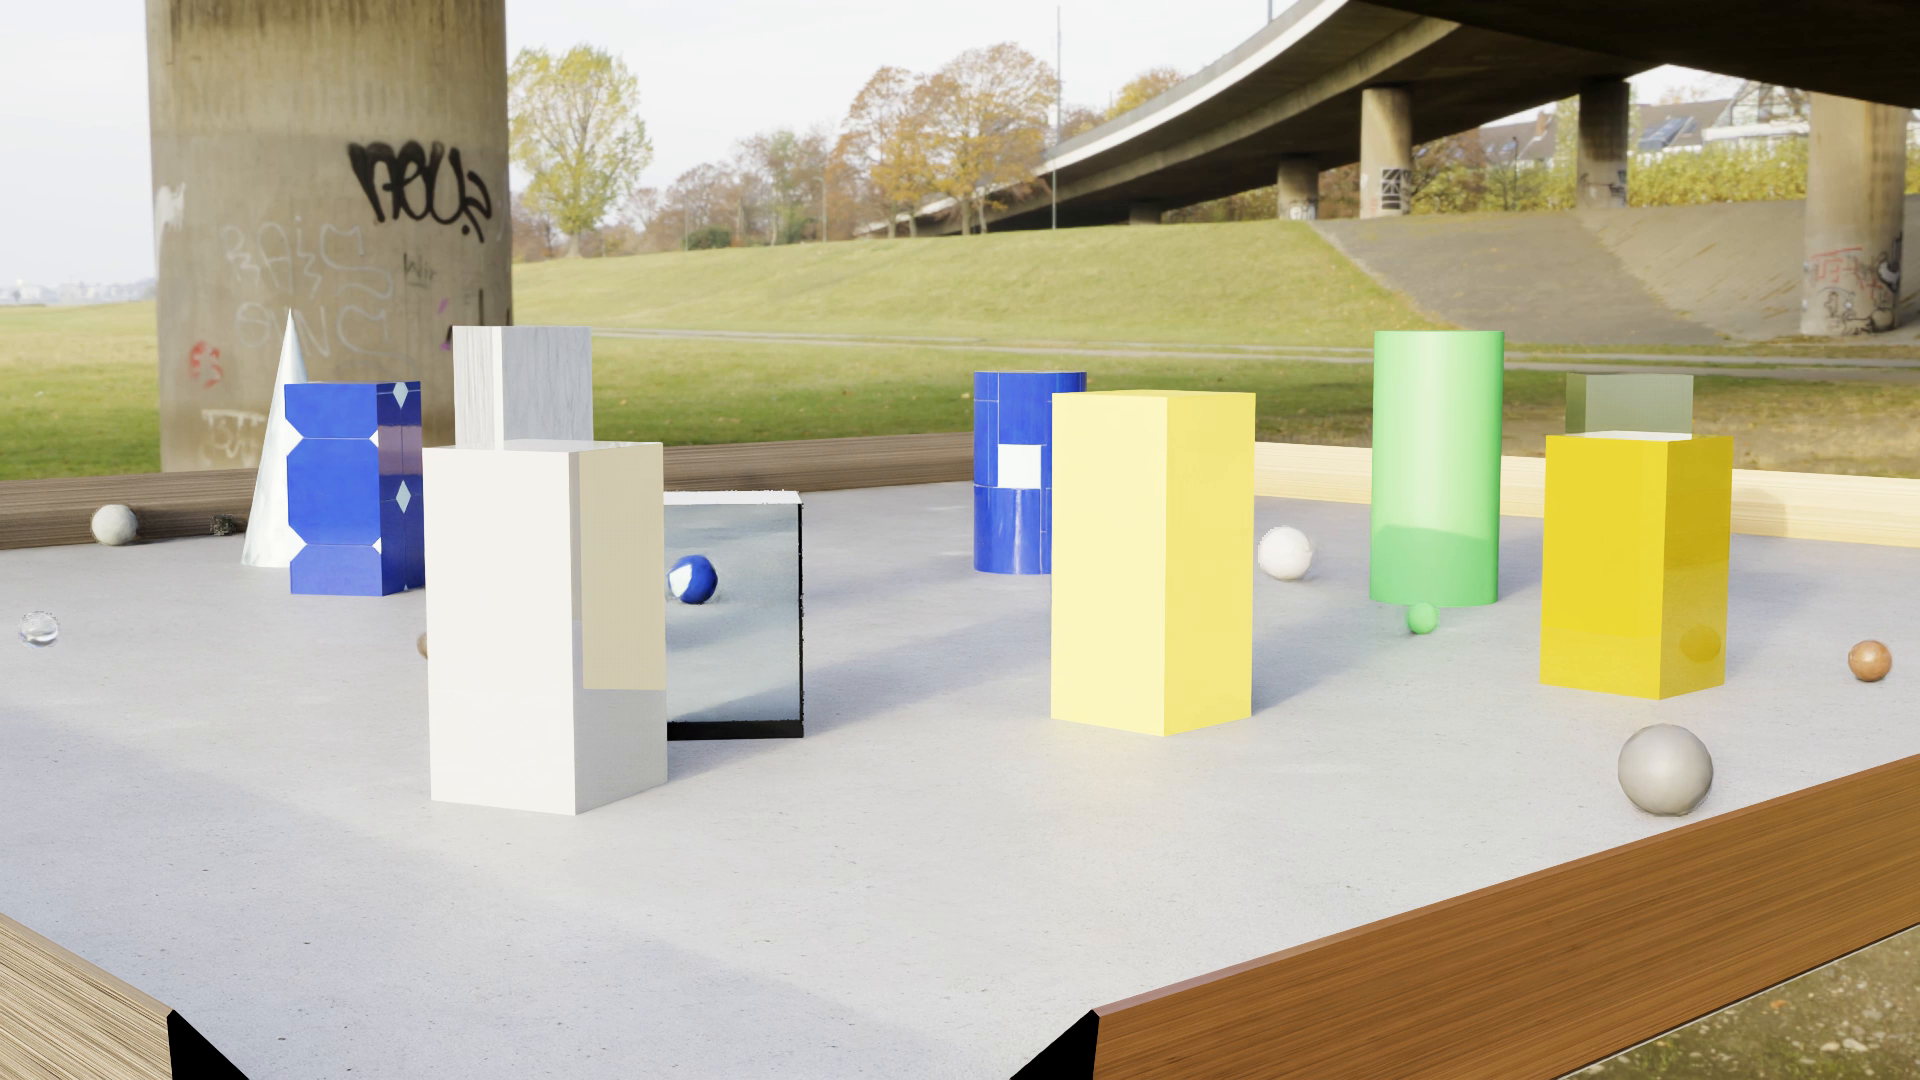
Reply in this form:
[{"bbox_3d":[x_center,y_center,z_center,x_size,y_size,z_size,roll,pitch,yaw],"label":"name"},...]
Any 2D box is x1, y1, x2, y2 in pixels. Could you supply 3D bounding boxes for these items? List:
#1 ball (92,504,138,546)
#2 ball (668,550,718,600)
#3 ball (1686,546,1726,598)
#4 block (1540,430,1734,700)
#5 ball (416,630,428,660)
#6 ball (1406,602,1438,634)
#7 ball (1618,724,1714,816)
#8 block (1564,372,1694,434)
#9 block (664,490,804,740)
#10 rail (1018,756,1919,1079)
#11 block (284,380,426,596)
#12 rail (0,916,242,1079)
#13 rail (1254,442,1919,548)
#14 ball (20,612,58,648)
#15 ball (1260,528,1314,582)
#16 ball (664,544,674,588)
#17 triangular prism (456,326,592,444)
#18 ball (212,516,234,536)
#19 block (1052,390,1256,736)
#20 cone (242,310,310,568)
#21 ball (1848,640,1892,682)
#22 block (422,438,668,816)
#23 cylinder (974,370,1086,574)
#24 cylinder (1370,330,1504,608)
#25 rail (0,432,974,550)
[{"bbox_3d":[-1.594,-0.029,4.147,0.080,0.080,0.080,0,6,0],"label":"ball"},{"bbox_3d":[-0.410,0.054,3.377,0.075,0.075,0.075,0,6,0],"label":"ball"},{"bbox_3d":[1.136,0.049,3.391,0.083,0.083,0.083,0,6,0],"label":"ball"},{"bbox_3d":[0.801,0.024,2.605,0.155,0.296,0.155,-6,8,-44],"label":"block"},{"bbox_3d":[-0.669,0.134,2.792,0.040,0.040,0.040,0,6,0],"label":"ball"},{"bbox_3d":[0.635,0.108,3.020,0.044,0.044,0.044,0,6,0],"label":"ball"},{"bbox_3d":[0.622,0.202,1.940,0.081,0.081,0.081,0,6,0],"label":"ball"},{"bbox_3d":[1.015,-0.080,3.357,0.155,0.347,0.155,0,6,5],"label":"block"},{"bbox_3d":[-0.249,0.077,2.346,0.155,0.246,0.155,-1,6,-6],"label":"block"},{"bbox_3d":[1.179,0.166,2.062,3.702,0.126,0.045,-6,8,-42],"label":"rail"},{"bbox_3d":[-0.959,-0.085,3.492,0.155,0.329,0.155,1,6,11],"label":"block"},{"bbox_3d":[-1.343,0.162,2.100,0.045,0.126,3.523,-6,8,-42],"label":"rail"},{"bbox_3d":[1.343,-0.097,4.564,0.045,0.126,3.523,-6,8,-42],"label":"rail"},{"bbox_3d":[-1.213,0.119,2.897,0.047,0.047,0.047,0,6,0],"label":"ball"},{"bbox_3d":[0.537,0.024,3.610,0.088,0.088,0.088,0,6,0],"label":"ball"},{"bbox_3d":[-0.492,0.040,3.409,0.097,0.097,0.097,0,6,0],"label":"ball"},{"bbox_3d":[-0.562,-0.050,2.706,0.145,0.424,0.168,4,7,31],"label":"triangular prism"},{"bbox_3d":[-1.452,-0.028,4.331,0.040,0.040,0.040,0,6,0],"label":"ball"},{"bbox_3d":[0.209,0.018,2.389,0.155,0.354,0.155,6,8,43],"label":"block"},{"bbox_3d":[-1.176,-0.186,3.884,0.194,0.448,0.194,0,6,0],"label":"cone"},{"bbox_3d":[1.092,0.145,2.639,0.050,0.050,0.050,0,6,0],"label":"ball"},{"bbox_3d":[-0.379,0.073,2.025,0.155,0.321,0.155,3,7,24],"label":"block"},{"bbox_3d":[0.120,-0.120,3.778,0.194,0.339,0.194,0,6,0],"label":"cylinder"},{"bbox_3d":[0.730,-0.114,3.373,0.194,0.411,0.194,0,6,0],"label":"cylinder"},{"bbox_3d":[-1.179,-0.101,4.602,3.702,0.126,0.045,-6,8,-42],"label":"rail"}]
